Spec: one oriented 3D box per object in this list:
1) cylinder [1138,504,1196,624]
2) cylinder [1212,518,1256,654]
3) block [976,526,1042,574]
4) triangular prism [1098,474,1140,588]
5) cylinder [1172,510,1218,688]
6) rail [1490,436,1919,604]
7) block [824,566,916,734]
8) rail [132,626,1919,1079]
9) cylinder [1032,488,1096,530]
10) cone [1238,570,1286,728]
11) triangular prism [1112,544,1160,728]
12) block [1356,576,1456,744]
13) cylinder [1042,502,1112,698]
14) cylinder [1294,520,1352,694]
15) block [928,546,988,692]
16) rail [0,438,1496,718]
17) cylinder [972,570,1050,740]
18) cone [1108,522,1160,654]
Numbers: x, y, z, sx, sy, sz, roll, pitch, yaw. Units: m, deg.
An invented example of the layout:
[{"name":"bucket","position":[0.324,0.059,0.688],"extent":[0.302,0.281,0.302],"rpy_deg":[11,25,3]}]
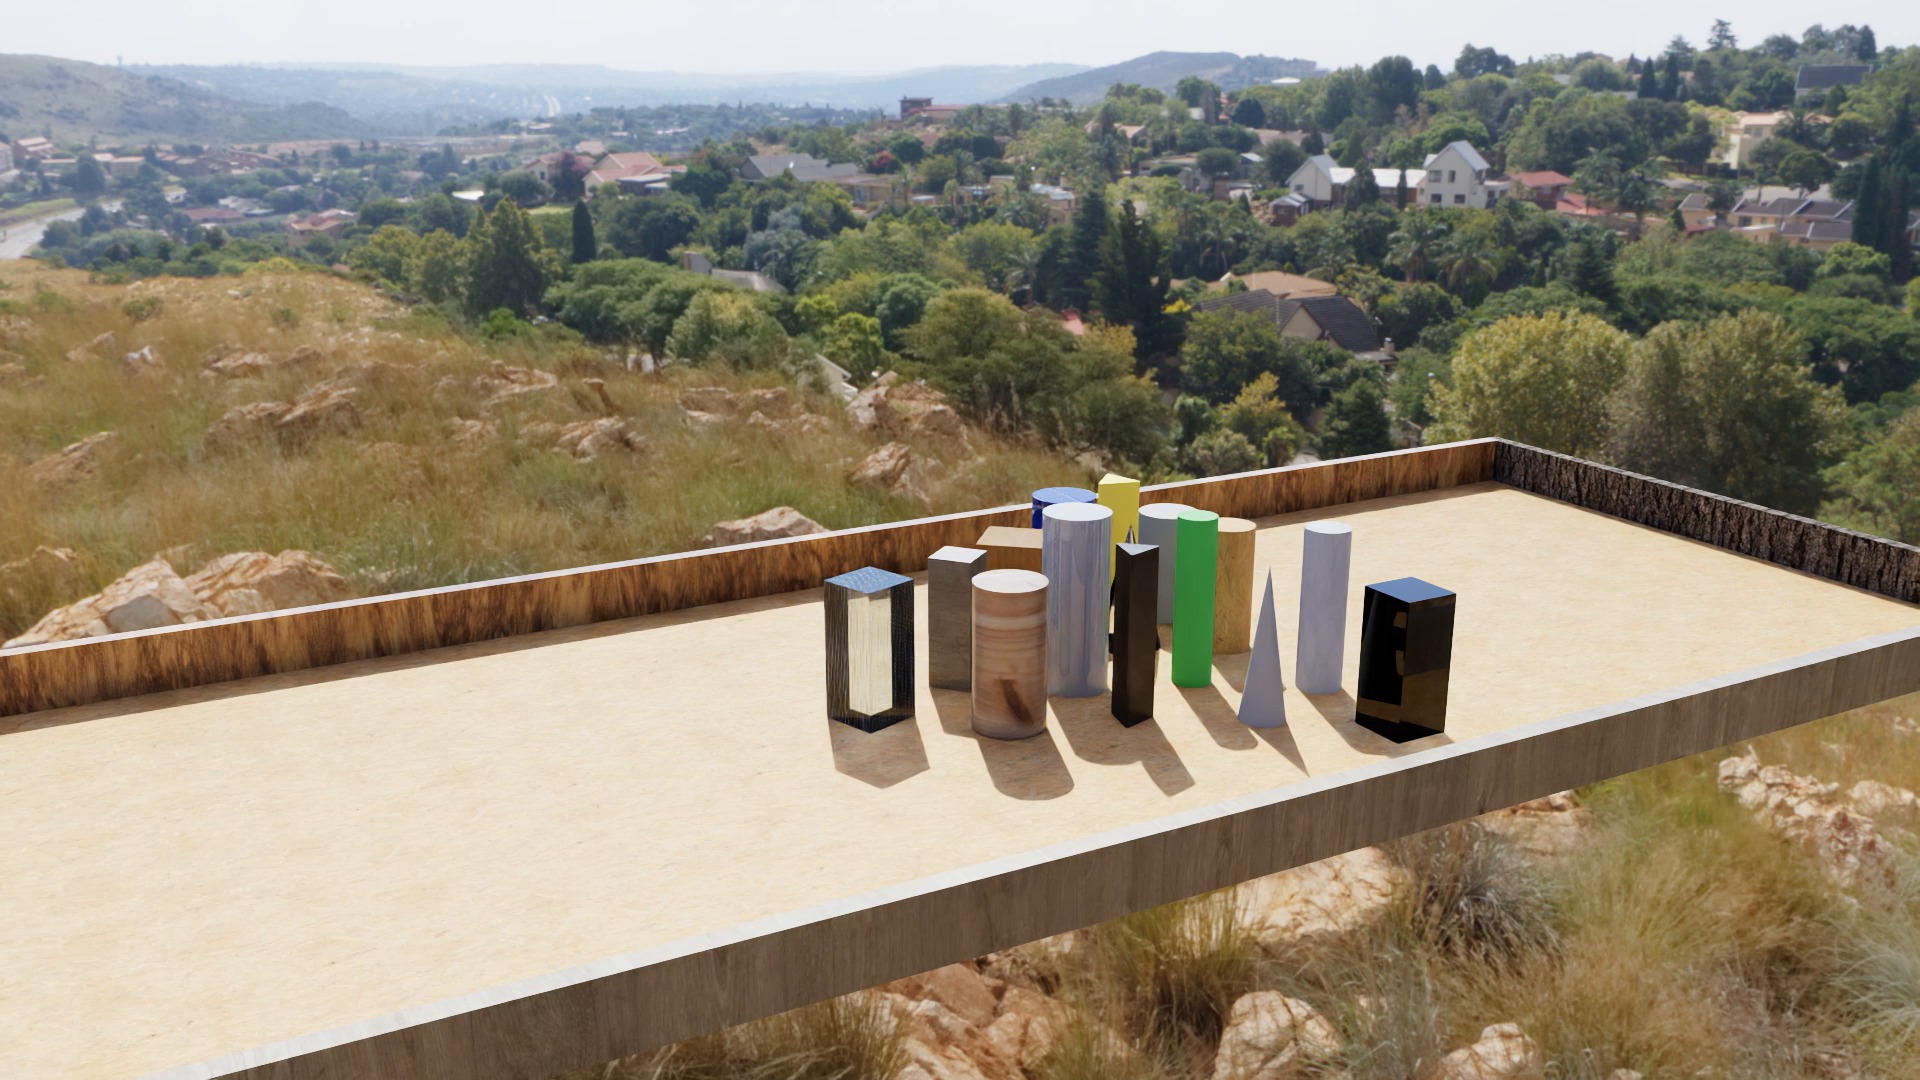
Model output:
[{"name":"cylinder","position":[0.576,0.064,4.603],"extent":[0.164,0.301,0.164],"rpy_deg":[0,16,0]},{"name":"cylinder","position":[0.702,0.121,4.350],"extent":[0.138,0.335,0.138],"rpy_deg":[0,16,0]},{"name":"block","position":[0.144,0.138,4.346],"extent":[0.175,0.304,0.175],"rpy_deg":[4,17,12]},{"name":"triangular prism","position":[0.450,-0.027,4.877],"extent":[0.124,0.321,0.107],"rpy_deg":[-4,17,-13]},{"name":"cylinder","position":[0.581,0.147,4.089],"extent":[0.100,0.432,0.100],"rpy_deg":[0,16,0]},{"name":"rail","position":[2.466,-0.048,5.253],"extent":[0.050,0.150,2.100],"rpy_deg":[-9,18,-27]},{"name":"block","position":[-0.211,0.256,3.878],"extent":[0.149,0.342,0.149],"rpy_deg":[14,22,40]},{"name":"rail","position":[-2.336,1.006,1.665],"extent":[12.000,0.150,0.050],"rpy_deg":[-9,18,-27]},{"name":"cylinder","position":[0.287,0.044,4.590],"extent":[0.177,0.348,0.177],"rpy_deg":[0,16,0]},{"name":"cone","position":[0.716,0.240,3.860],"extent":[0.113,0.382,0.113],"rpy_deg":[0,16,0]},{"name":"triangular prism","position":[0.394,0.218,3.861],"extent":[0.086,0.423,0.099],"rpy_deg":[15,22,42]},{"name":"block","position":[1.029,0.276,3.814],"extent":[0.143,0.340,0.143],"rpy_deg":[-9,19,-27]},{"name":"cylinder","position":[0.285,0.147,4.055],"extent":[0.169,0.450,0.169],"rpy_deg":[0,16,0]},{"name":"cylinder","position":[0.893,0.167,4.056],"extent":[0.113,0.412,0.113],"rpy_deg":[0,16,0]},{"name":"block","position":[-0.006,0.196,4.093],"extent":[0.111,0.335,0.111],"rpy_deg":[7,18,21]},{"name":"rail","position":[-3.305,0.497,3.399],"extent":[12.000,0.150,0.050],"rpy_deg":[-9,18,-27]},{"name":"cylinder","position":[0.115,0.265,3.821],"extent":[0.177,0.357,0.177],"rpy_deg":[0,16,0]},{"name":"cone","position":[0.447,0.116,4.360],"extent":[0.177,0.338,0.177],"rpy_deg":[0,16,0]}]
